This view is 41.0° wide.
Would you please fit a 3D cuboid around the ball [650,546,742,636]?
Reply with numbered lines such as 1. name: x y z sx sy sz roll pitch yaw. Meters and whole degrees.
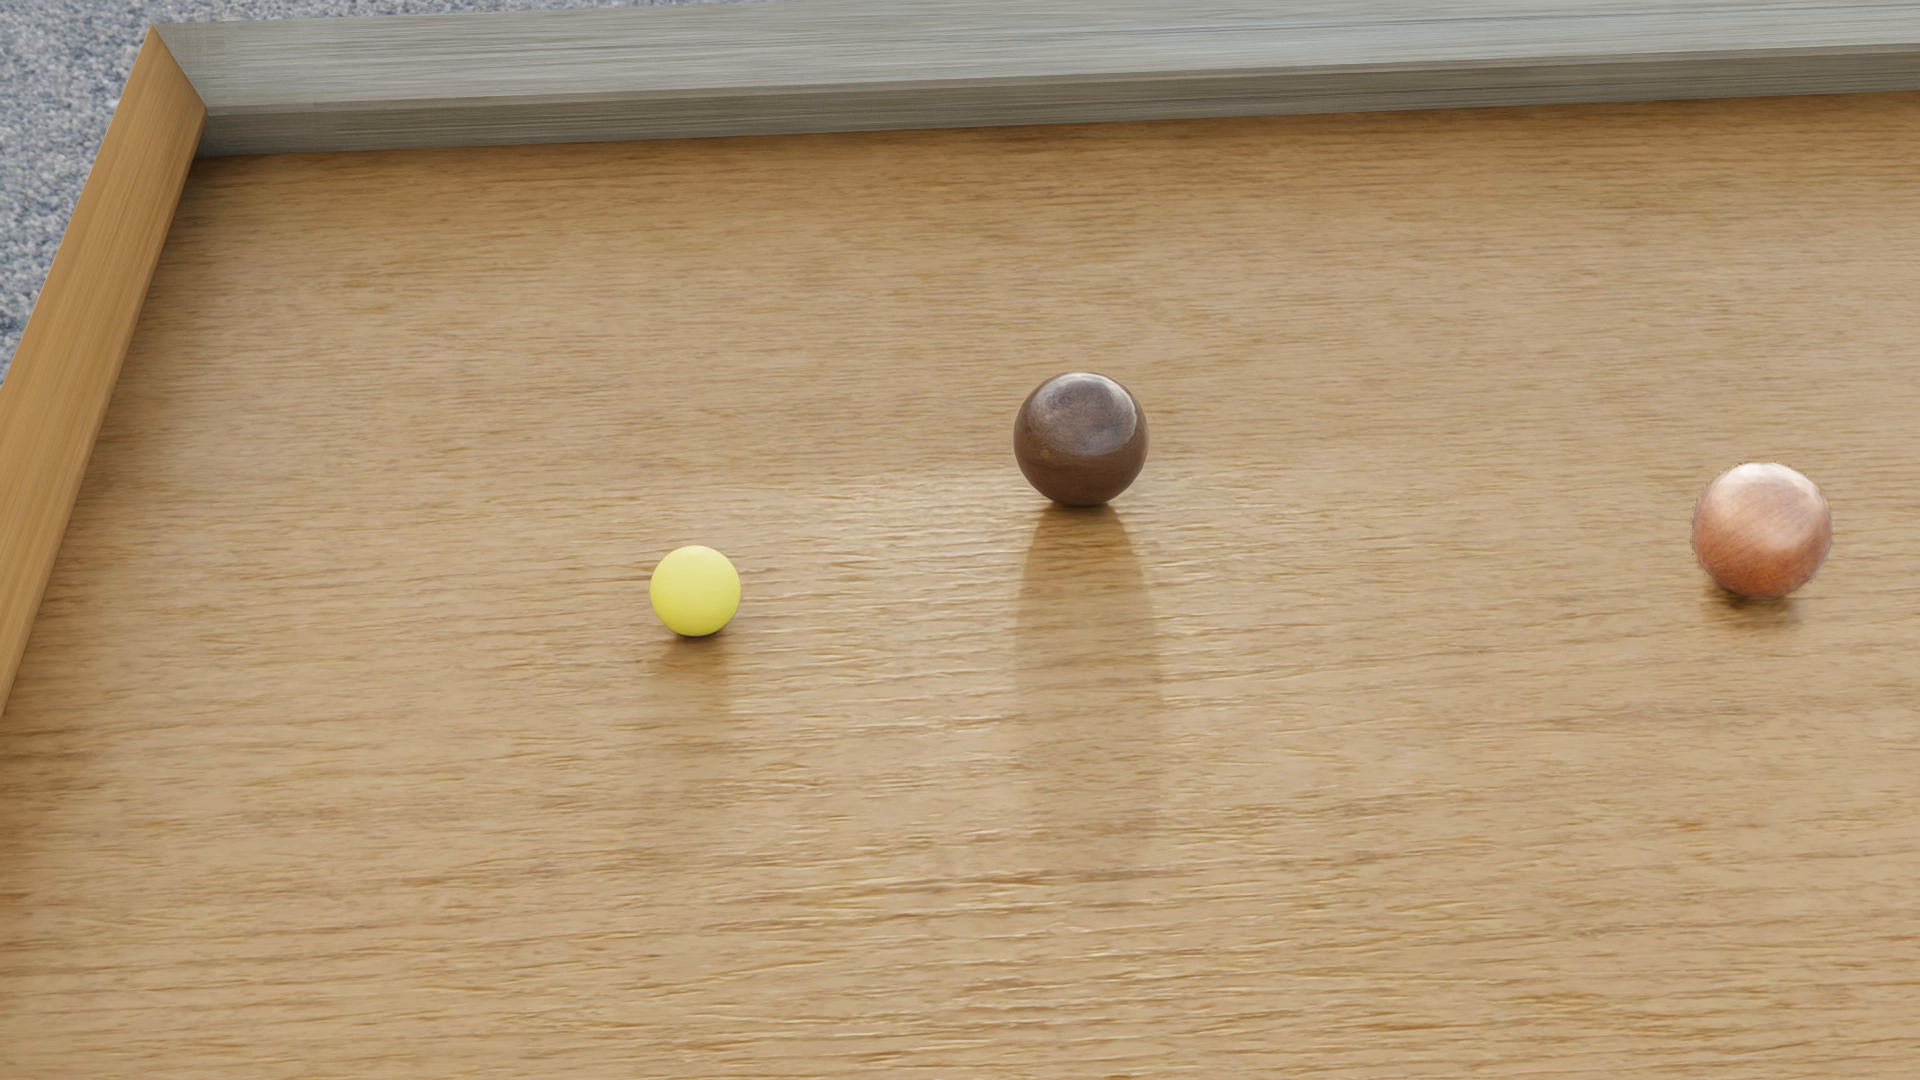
1. ball: -0.178 0.034 1.724 0.061 0.061 0.061 0 35 0

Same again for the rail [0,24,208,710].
1. rail: -0.622 0.011 1.698 0.045 0.127 1.427 -3 35 -4

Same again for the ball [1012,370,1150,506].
1. ball: 0.087 -0.073 1.844 0.098 0.098 0.098 0 35 0

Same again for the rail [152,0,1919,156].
1. rail: 0.587 -0.450 2.349 2.594 0.127 0.045 -3 35 -4

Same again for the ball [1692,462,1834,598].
1. ball: 0.548 -0.007 1.755 0.093 0.093 0.093 0 35 0
